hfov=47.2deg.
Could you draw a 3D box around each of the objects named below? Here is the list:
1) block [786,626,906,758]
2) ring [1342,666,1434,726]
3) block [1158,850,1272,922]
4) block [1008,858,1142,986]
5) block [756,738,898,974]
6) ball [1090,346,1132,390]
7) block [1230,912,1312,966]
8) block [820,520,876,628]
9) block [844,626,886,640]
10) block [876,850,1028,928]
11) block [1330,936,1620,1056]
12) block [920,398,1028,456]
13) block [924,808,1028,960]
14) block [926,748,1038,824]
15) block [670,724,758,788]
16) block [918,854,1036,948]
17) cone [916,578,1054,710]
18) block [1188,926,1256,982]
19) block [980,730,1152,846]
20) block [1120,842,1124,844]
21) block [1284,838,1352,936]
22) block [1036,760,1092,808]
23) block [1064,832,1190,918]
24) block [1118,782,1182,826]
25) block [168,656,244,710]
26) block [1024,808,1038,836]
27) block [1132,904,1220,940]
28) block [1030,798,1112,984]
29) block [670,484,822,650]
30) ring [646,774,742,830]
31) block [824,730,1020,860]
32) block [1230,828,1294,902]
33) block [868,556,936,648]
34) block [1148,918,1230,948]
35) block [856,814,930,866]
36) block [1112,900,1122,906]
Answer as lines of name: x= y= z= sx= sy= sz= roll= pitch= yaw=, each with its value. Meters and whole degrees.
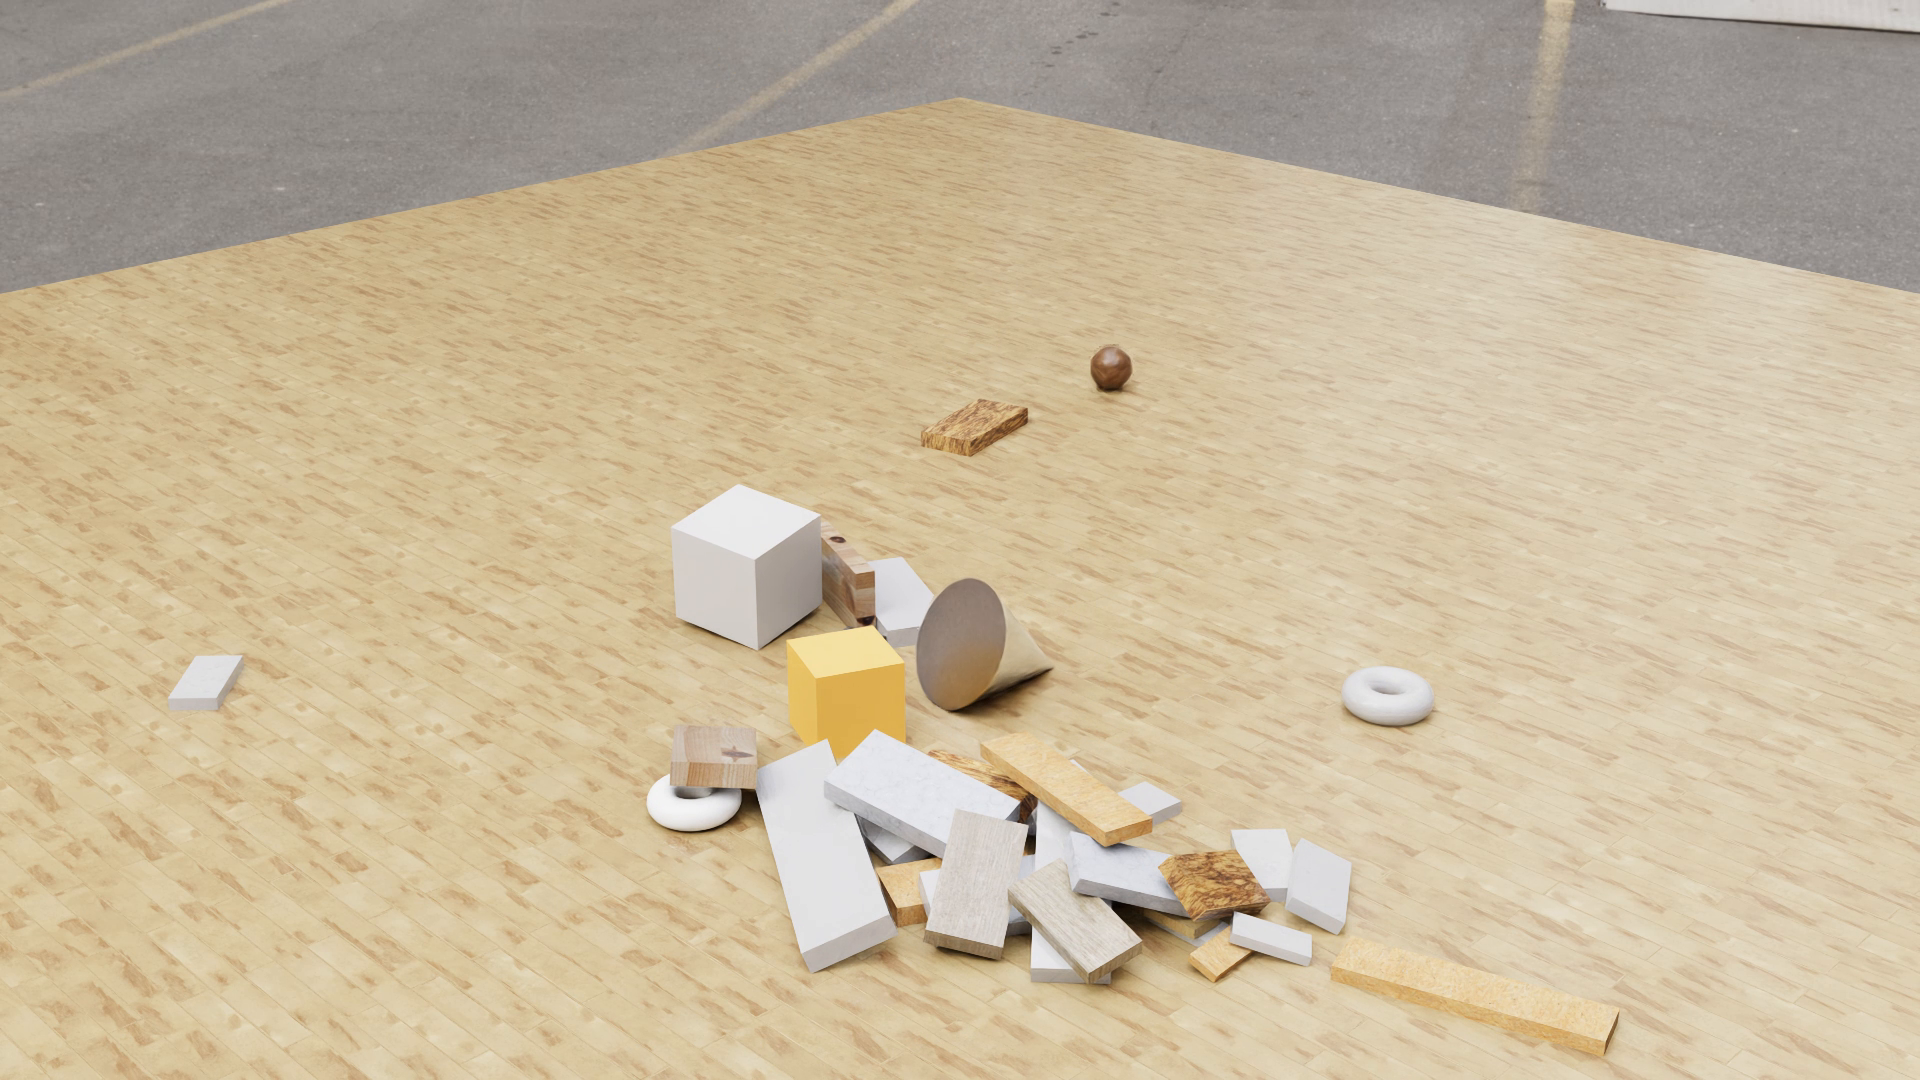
block: x=-0.245 y=0.329 z=4.733 sx=0.198 sy=0.198 sz=0.198 roll=-9 pitch=25 yaw=-20
ring: x=0.946 y=0.344 z=4.864 sx=0.204 sy=0.068 sz=0.204 roll=1 pitch=24 yaw=0
block: x=0.470 y=0.633 z=4.042 sx=0.239 sy=0.034 sz=0.120 roll=6 pitch=44 yaw=-53
block: x=0.204 y=0.681 z=3.939 sx=0.120 sy=0.034 sz=0.239 roll=-26 pitch=46 yaw=-25
block: x=-0.270 y=0.592 z=4.230 sx=0.171 sy=0.048 sz=0.677 roll=-24 pitch=26 yaw=-3
ball: x=0.471 y=-0.536 z=6.855 sx=0.133 sy=0.133 sz=0.133 roll=0 pitch=23 yaw=0
block: x=0.563 y=0.722 z=3.984 sx=0.148 sy=0.021 sz=0.074 roll=17 pitch=24 yaw=2
block: x=-0.286 y=0.093 z=5.328 sx=0.047 sy=0.167 sz=0.335 roll=-9 pitch=25 yaw=-21
block: x=-0.273 y=0.264 z=5.099 sx=0.107 sy=0.030 sz=0.213 roll=13 pitch=26 yaw=28
block: x=0.000 y=0.653 z=4.169 sx=0.293 sy=0.042 sz=0.147 roll=-7 pitch=24 yaw=-17
block: x=0.898 y=0.794 z=3.849 sx=0.481 sy=0.031 sz=0.108 roll=12 pitch=26 yaw=25
block: x=0.045 y=-0.334 z=6.486 sx=0.167 sy=0.047 sz=0.335 roll=13 pitch=26 yaw=29
block: x=0.031 y=0.630 z=4.044 sx=0.141 sy=0.040 sz=0.283 roll=13 pitch=45 yaw=3
block: x=0.015 y=0.511 z=4.383 sx=0.293 sy=0.042 sz=0.147 roll=11 pitch=48 yaw=42
block: x=-0.505 y=0.443 z=4.521 sx=0.171 sy=0.048 sz=0.342 roll=3 pitch=7 yaw=-6
block: x=0.076 y=0.664 z=4.075 sx=0.283 sy=0.040 sz=0.141 roll=-6 pitch=47 yaw=-16
cone: x=0.109 y=0.262 z=4.973 sx=0.296 sy=0.296 sz=0.296 roll=16 pitch=9 yaw=-40
block: x=0.472 y=0.744 z=3.958 sx=0.063 sy=0.018 sz=0.125 roll=38 pitch=40 yaw=26
block: x=0.196 y=0.468 z=4.180 sx=0.105 sy=0.030 sz=0.434 roll=-12 pitch=24 yaw=-29
block: x=0.250 y=0.565 z=4.186 sx=0.085 sy=0.024 sz=0.169 roll=-16 pitch=38 yaw=-15
block: x=0.675 y=0.650 z=4.138 sx=0.108 sy=0.031 sz=0.216 roll=27 pitch=26 yaw=1
block: x=0.167 y=0.509 z=4.522 sx=0.210 sy=0.030 sz=0.105 roll=-11 pitch=25 yaw=-24
block: x=0.319 y=0.613 z=4.015 sx=0.257 sy=0.034 sz=0.120 roll=15 pitch=33 yaw=-18
block: x=0.333 y=0.551 z=4.424 sx=0.210 sy=0.030 sz=0.105 roll=-18 pitch=29 yaw=-36
block: x=-1.700 y=0.321 z=4.965 sx=0.107 sy=0.030 sz=0.213 roll=-1 pitch=23 yaw=-1
block: x=0.161 y=0.556 z=4.340 sx=0.085 sy=0.024 sz=0.169 roll=-22 pitch=10 yaw=-40
block: x=0.398 y=0.687 z=4.060 sx=0.148 sy=0.021 sz=0.074 roll=20 pitch=30 yaw=40
block: x=0.209 y=0.632 z=4.050 sx=0.141 sy=0.040 sz=0.424 roll=1 pitch=41 yaw=4
block: x=-0.505 y=0.062 z=5.234 sx=0.250 sy=0.250 sz=0.250 roll=20 pitch=36 yaw=28
ring: x=-0.537 y=0.524 z=4.445 sx=0.192 sy=0.064 sz=0.192 roll=-1 pitch=23 yaw=0
block: x=-0.074 y=0.502 z=4.249 sx=0.342 sy=0.048 sz=0.171 roll=24 pitch=44 yaw=24
block: x=0.591 y=0.627 z=4.244 sx=0.108 sy=0.031 sz=0.216 roll=-1 pitch=23 yaw=-2
block: x=-0.158 y=0.149 z=5.349 sx=0.167 sy=0.047 sz=0.403 roll=-8 pitch=24 yaw=-18
block: x=0.427 y=0.709 z=4.062 sx=0.074 sy=0.021 sz=0.148 roll=-20 pitch=30 yaw=-39
block: x=-0.139 y=0.543 z=4.360 sx=0.147 sy=0.042 sz=0.293 roll=-34 pitch=34 yaw=-16
block: x=0.327 y=0.656 z=4.107 sx=0.063 sy=0.018 sz=0.125 roll=-22 pitch=-2 yaw=-41
